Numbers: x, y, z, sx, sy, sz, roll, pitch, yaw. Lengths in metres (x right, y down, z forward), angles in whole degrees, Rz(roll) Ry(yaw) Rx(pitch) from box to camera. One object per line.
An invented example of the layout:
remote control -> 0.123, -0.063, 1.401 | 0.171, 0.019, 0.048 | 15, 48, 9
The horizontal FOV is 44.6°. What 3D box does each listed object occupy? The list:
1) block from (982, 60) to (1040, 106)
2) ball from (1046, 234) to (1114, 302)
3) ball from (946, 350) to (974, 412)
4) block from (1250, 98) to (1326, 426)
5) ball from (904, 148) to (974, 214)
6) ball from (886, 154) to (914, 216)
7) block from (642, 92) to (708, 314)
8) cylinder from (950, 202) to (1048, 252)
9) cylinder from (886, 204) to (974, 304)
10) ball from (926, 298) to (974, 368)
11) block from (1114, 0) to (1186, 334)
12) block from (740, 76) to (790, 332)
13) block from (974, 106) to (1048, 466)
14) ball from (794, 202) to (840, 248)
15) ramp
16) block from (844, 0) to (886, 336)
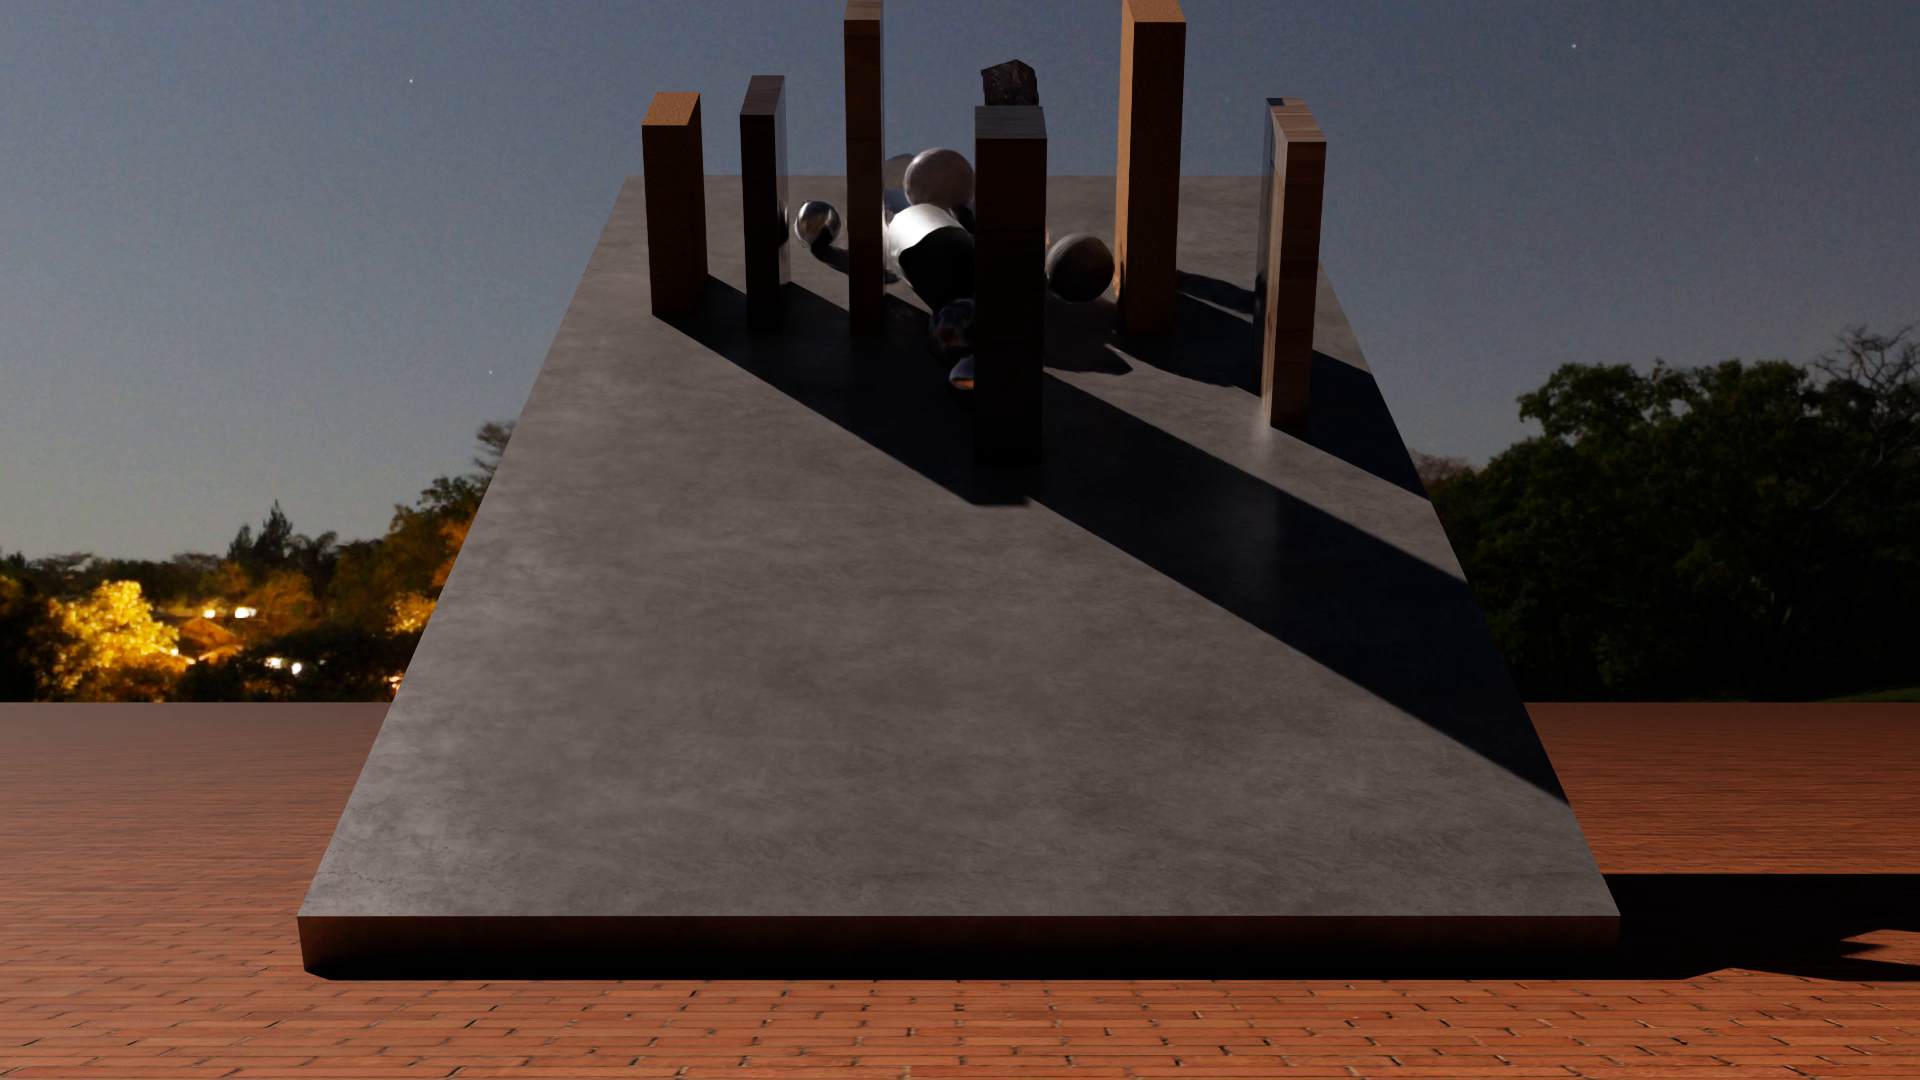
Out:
block -> 0.146, -1.301, 6.746 | 0.116, 0.116, 0.116 | -11, -9, 27
ball -> 0.306, -0.694, 5.966 | 0.175, 0.175, 0.175 | 0, -4, 0
ball -> 0.038, -0.365, 5.377 | 0.140, 0.140, 0.140 | 0, -4, 0
block -> 0.747, -0.638, 5.351 | 0.084, 0.660, 0.377 | 0, 25, 0
ball -> -0.055, -0.970, 6.374 | 0.197, 0.197, 0.197 | 0, -4, 0
ball -> -0.155, -1.020, 6.734 | 0.180, 0.180, 0.180 | 0, -4, 0
block -> -0.733, -0.872, 6.043 | 0.113, 0.495, 0.331 | 0, 25, 0
cylinder -> 0.099, -0.814, 6.271 | 0.202, 0.202, 0.202 | -13, 2, -26
cylinder -> -0.070, -0.751, 6.128 | 0.207, 0.207, 0.207 | 1, 23, -21
ball -> 0.008, -0.480, 5.481 | 0.176, 0.176, 0.176 | 0, -4, 0
block -> 0.472, -0.954, 5.882 | 0.123, 0.784, 0.396 | 0, 25, 0
block -> -0.491, -0.858, 5.945 | 0.084, 0.554, 0.397 | 0, 25, 0
block -> 0.105, -0.548, 5.071 | 0.146, 0.730, 0.262 | 0, 25, 0
ball -> -0.395, -0.874, 6.485 | 0.129, 0.129, 0.129 | 0, -4, 0
ramp -> -0.009, -0.229, 5.369 | 2.000, 0.100, 4.000 | 0, 25, 0
block -> -0.233, -0.940, 5.843 | 0.085, 0.789, 0.328 | 0, 25, 0
